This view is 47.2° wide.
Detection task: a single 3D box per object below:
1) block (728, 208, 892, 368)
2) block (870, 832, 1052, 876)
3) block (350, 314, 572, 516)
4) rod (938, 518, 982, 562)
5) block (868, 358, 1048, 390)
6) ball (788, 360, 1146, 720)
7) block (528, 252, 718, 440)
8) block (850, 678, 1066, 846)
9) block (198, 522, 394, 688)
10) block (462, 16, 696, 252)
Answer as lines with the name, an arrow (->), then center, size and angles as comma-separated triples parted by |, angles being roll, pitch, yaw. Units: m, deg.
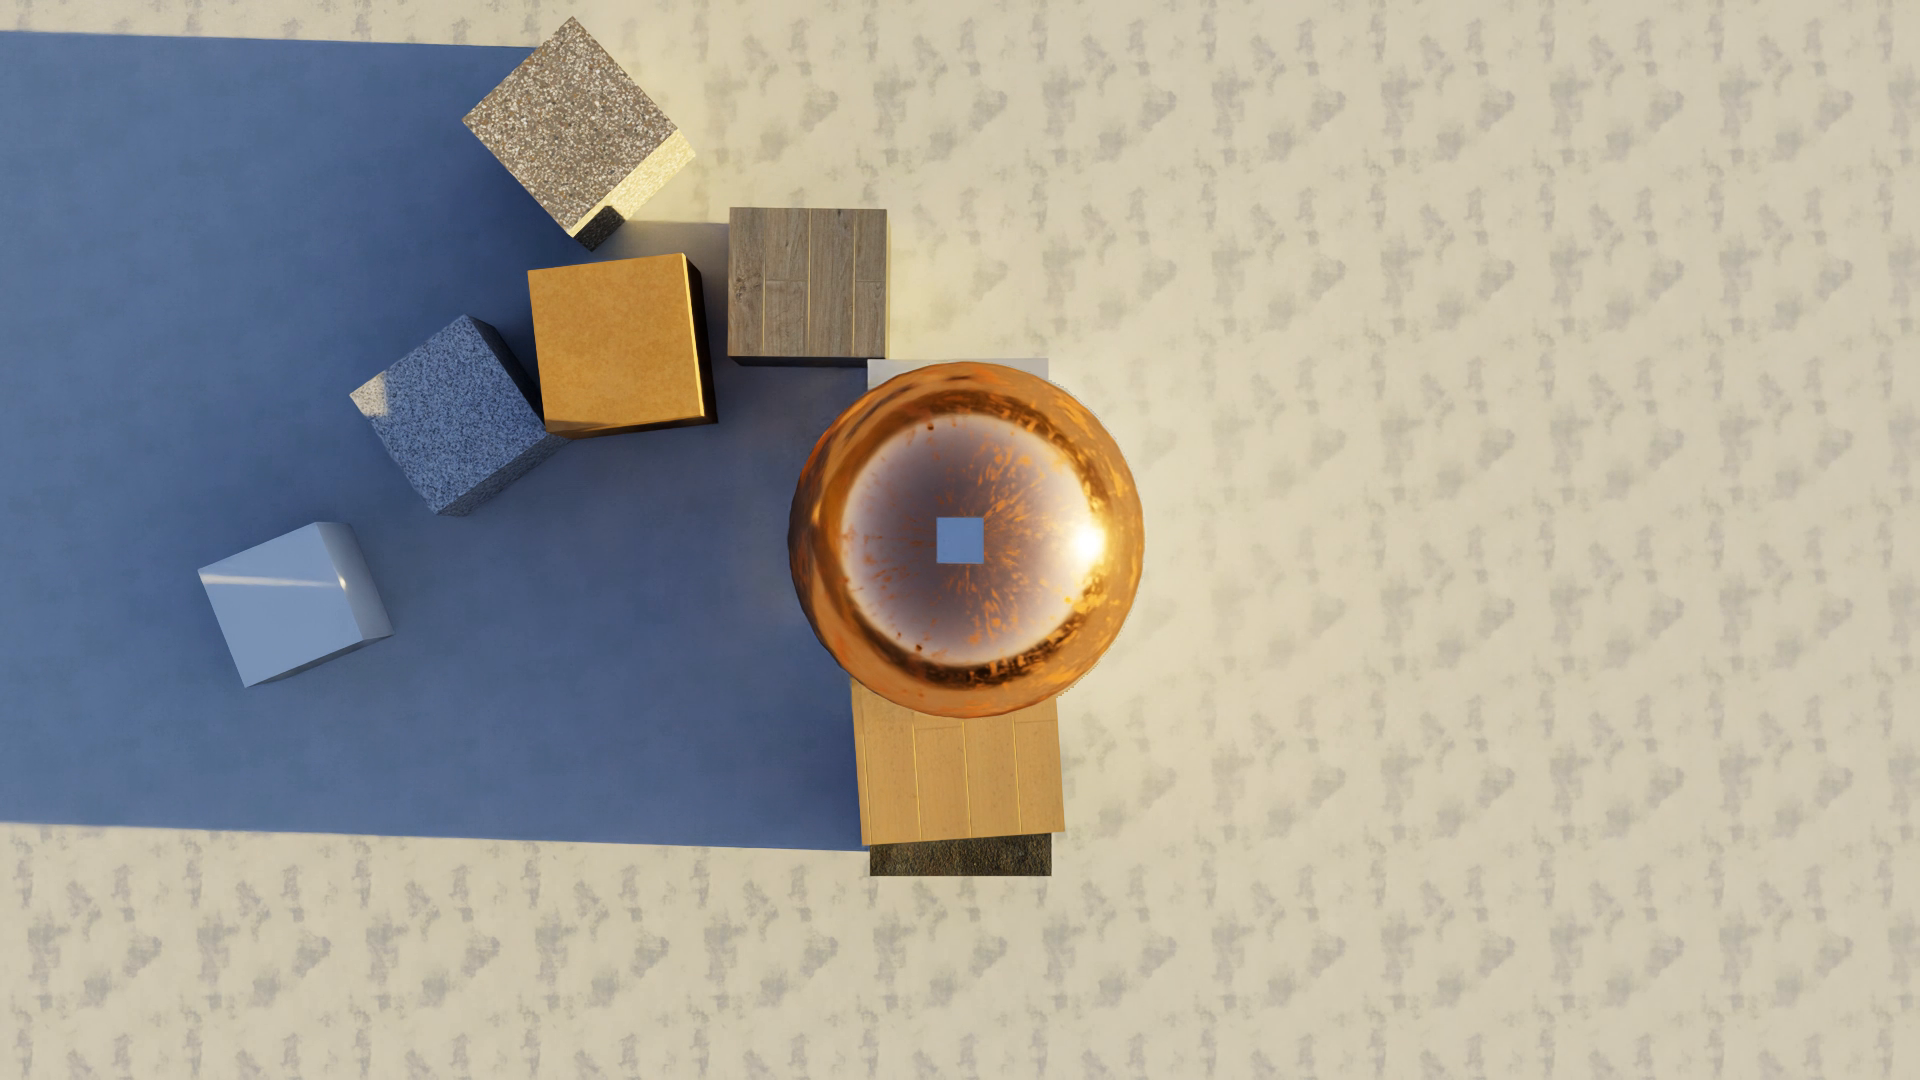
block -> -0.850, -1.434, 12.620 | 0.877, 0.760, 0.828 | 1, 90, 0
block -> 0.004, 1.386, 12.532 | 0.999, 0.936, 0.917 | 0, 90, 0
block -> -2.839, -0.700, 12.617 | 0.788, 0.767, 0.819 | -35, 90, 0
rod -> 0.013, 0.000, 6.431 | 0.080, 5.200, 0.080 | 0, 90, 0
block -> -0.007, -0.521, 12.580 | 1.001, 0.840, 0.963 | 0, 90, 0
ball -> 0.029, 0.000, 9.831 | 1.600, 1.600, 1.600 | 0, 90, 0
block -> -1.907, -1.088, 12.561 | 0.858, 0.879, 0.899 | -7, 90, 0
block -> -0.017, 0.947, 11.495 | 1.016, 1.078, 1.032 | -4, 93, 0
block -> -3.804, 0.363, 12.653 | 0.714, 0.694, 0.713 | -22, 90, 0
block -> -2.160, -2.302, 12.584 | 0.844, 0.832, 0.856 | -43, 90, 0
